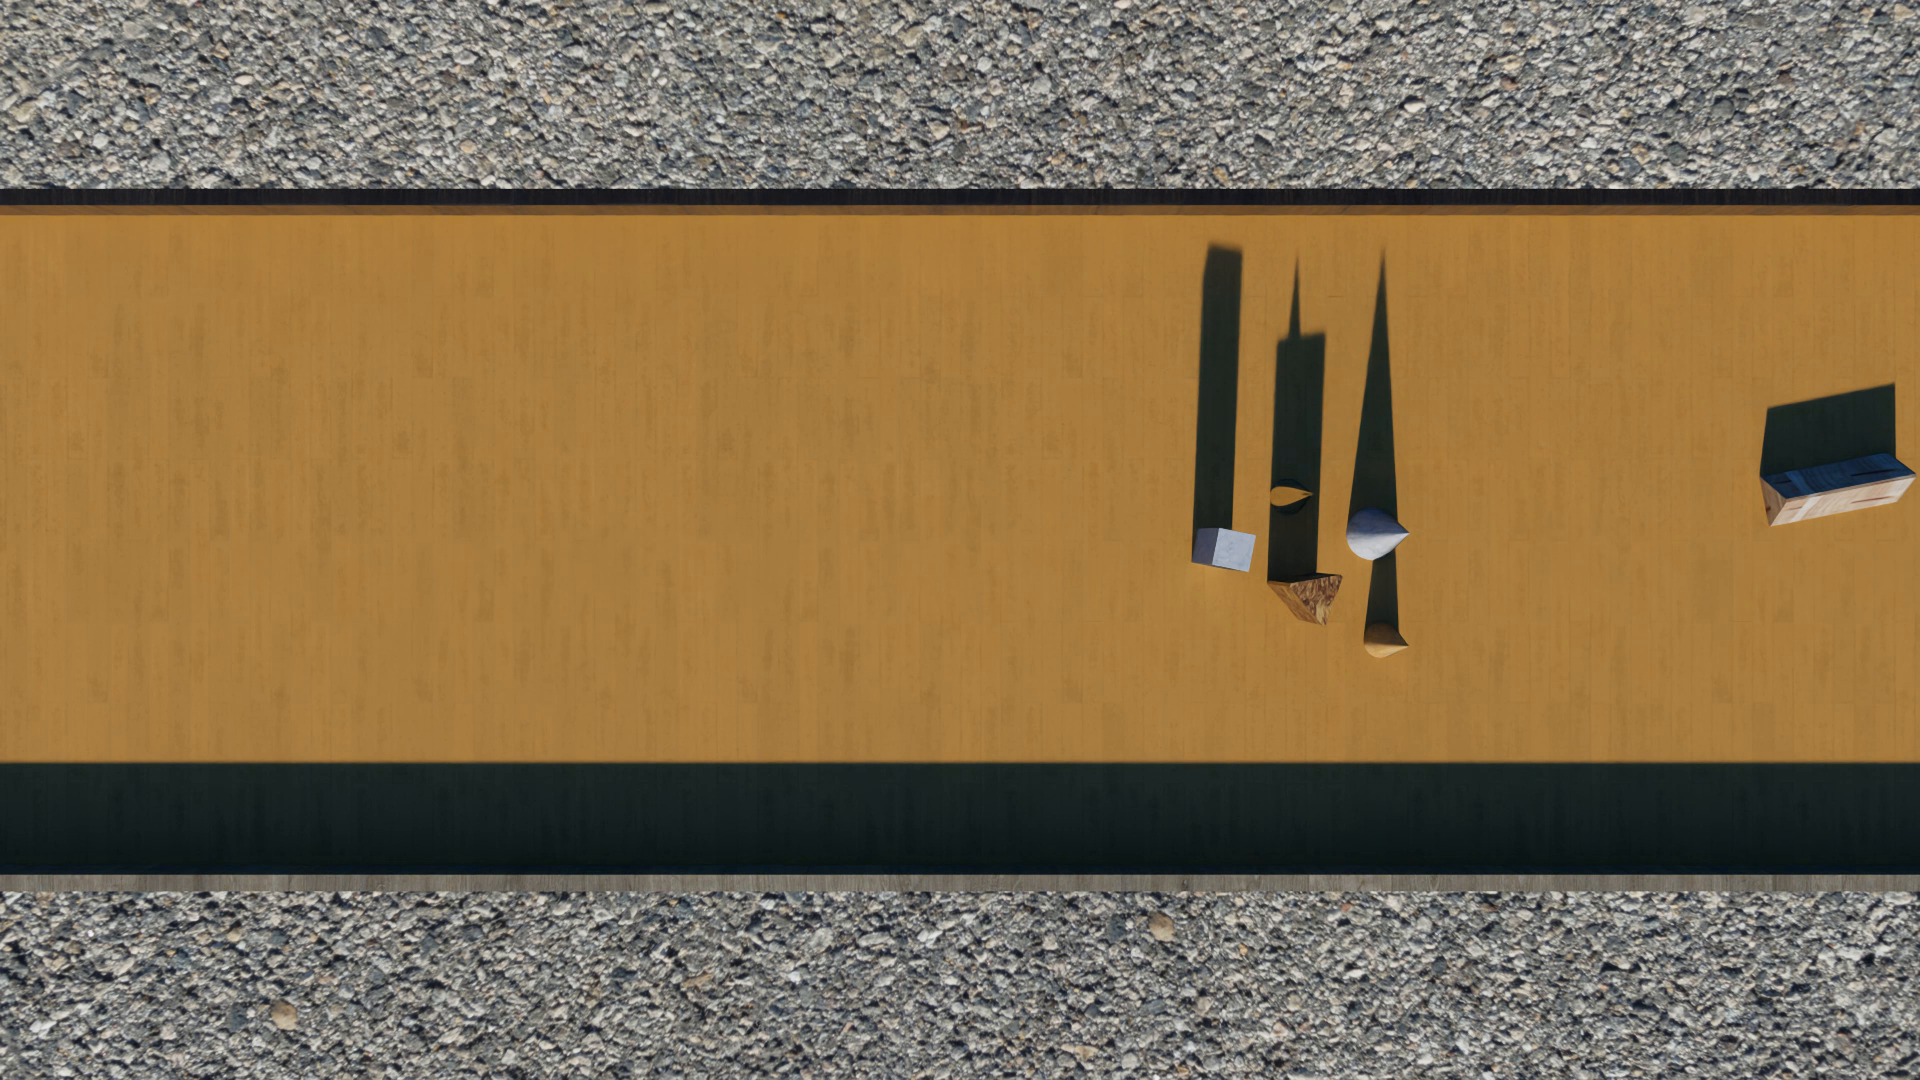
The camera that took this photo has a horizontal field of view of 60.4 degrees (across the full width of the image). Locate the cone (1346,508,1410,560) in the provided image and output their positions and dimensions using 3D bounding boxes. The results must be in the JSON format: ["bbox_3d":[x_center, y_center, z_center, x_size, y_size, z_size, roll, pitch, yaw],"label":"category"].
[{"bbox_3d":[1.269,-0.019,4.864,0.161,0.425,0.161,0,90,0],"label":"cone"}]

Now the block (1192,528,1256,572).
[{"bbox_3d":[0.774,0.028,4.869,0.106,0.415,0.106,11,90,0],"label":"block"}]

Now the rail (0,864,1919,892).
[{"bbox_3d":[-2.247,1.025,5.001,12.000,0.150,0.050,0,90,0],"label":"rail"}]

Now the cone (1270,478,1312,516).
[{"bbox_3d":[1.010,-0.133,4.896,0.113,0.361,0.113,0,90,0],"label":"cone"}]

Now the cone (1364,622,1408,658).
[{"bbox_3d":[1.297,0.307,4.918,0.111,0.317,0.111,0,90,0],"label":"cone"}]

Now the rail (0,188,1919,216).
[{"bbox_3d":[-2.247,-1.025,5.002,12.000,0.150,0.050,0,90,0],"label":"rail"}]

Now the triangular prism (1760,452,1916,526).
[{"bbox_3d":[2.671,-0.156,5.007,0.399,0.132,0.153,-11,90,0],"label":"triangular prism"}]

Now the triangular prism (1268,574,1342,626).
[{"bbox_3d":[1.045,0.145,4.901,0.131,0.350,0.152,-40,90,0],"label":"triangular prism"}]
